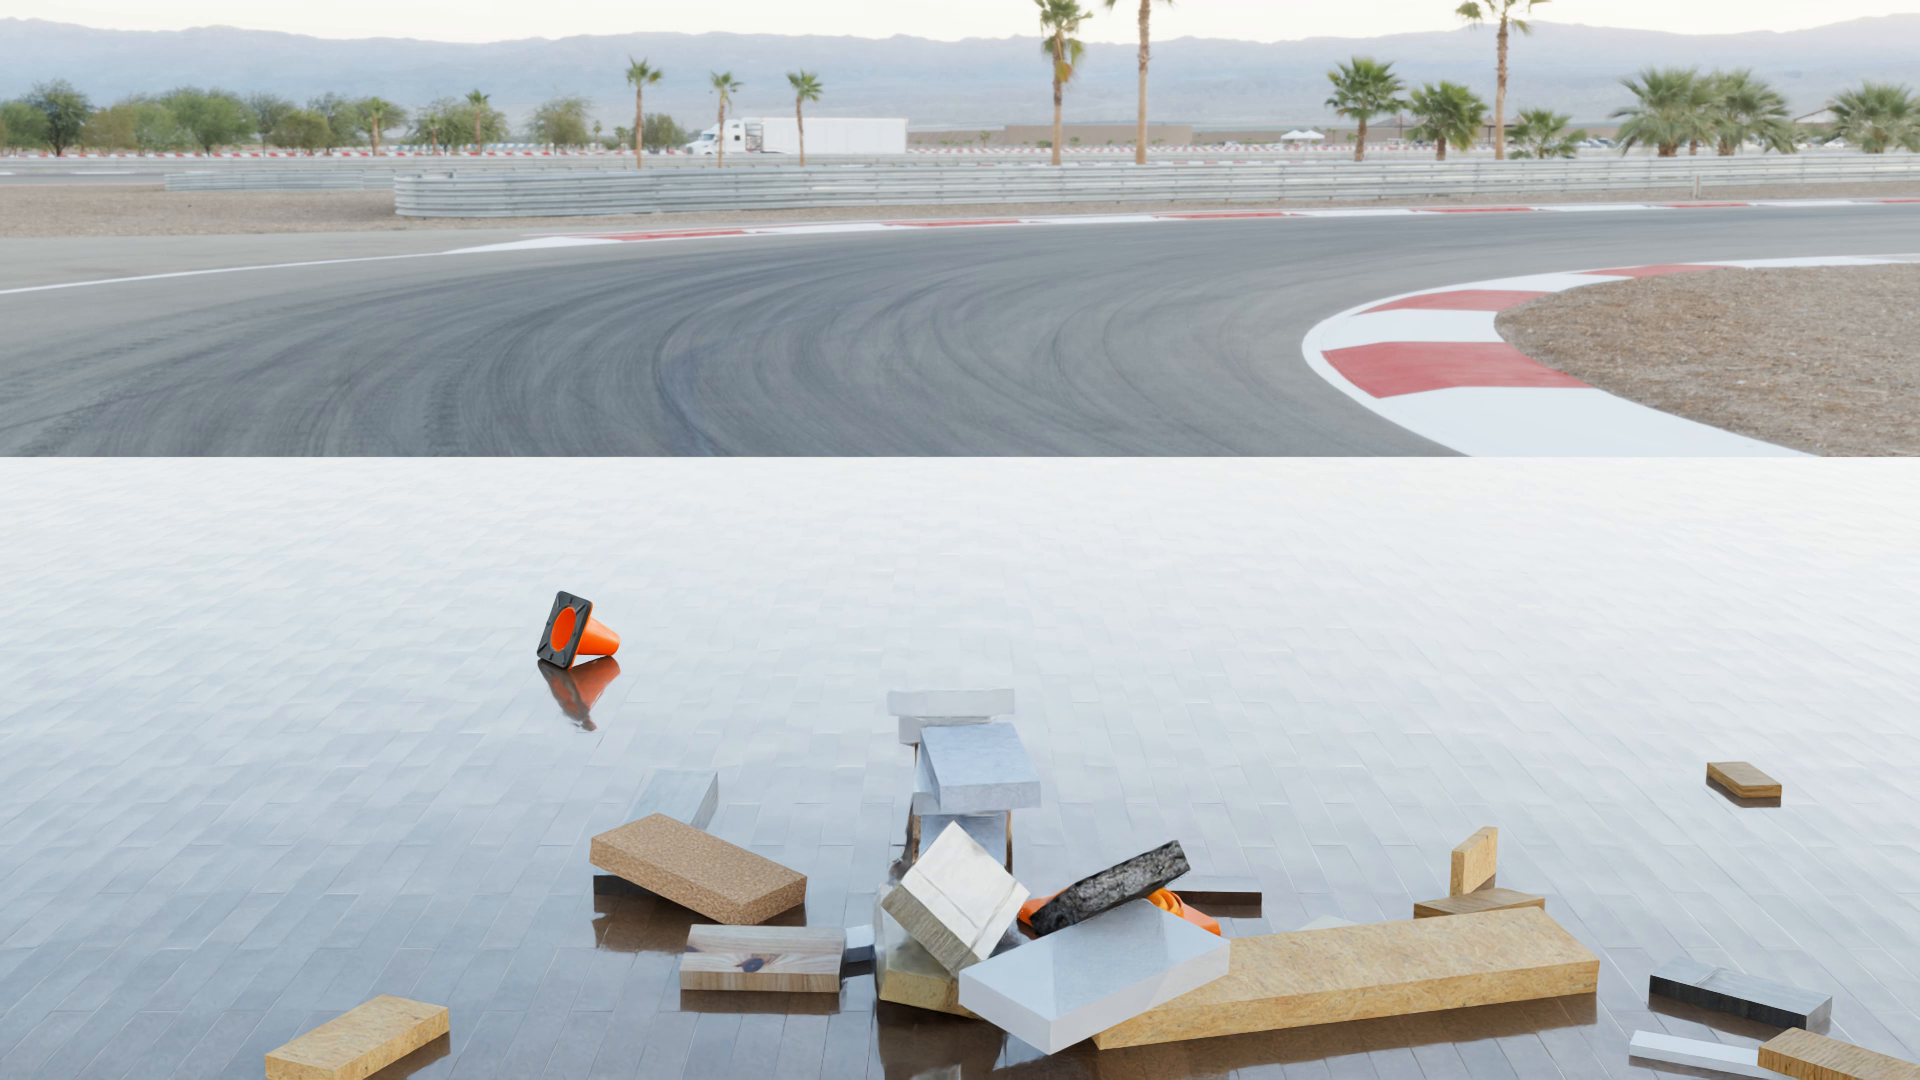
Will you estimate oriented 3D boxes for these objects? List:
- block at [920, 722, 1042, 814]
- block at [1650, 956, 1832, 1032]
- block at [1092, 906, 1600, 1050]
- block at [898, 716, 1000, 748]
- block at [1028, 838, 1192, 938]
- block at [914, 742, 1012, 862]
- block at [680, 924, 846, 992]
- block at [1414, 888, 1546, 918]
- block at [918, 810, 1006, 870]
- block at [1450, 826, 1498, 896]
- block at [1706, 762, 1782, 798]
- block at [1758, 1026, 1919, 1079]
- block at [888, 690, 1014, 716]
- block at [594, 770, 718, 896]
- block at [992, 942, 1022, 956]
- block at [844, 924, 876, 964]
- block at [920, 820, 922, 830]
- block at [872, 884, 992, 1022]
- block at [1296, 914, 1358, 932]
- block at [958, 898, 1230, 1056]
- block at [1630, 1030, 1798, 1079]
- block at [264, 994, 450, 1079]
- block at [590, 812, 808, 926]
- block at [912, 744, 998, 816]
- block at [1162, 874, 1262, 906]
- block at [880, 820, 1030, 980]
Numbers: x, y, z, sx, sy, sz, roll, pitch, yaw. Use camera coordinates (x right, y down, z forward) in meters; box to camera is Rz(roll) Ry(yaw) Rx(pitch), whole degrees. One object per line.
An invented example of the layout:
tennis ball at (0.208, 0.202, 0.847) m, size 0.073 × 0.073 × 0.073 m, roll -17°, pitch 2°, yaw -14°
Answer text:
block at (0.031, 0.385, 3.738) m, size 0.165 × 0.047 × 0.330 m, roll -3°, pitch 12°, yaw -6°
block at (1.136, 0.662, 3.206) m, size 0.231 × 0.028 × 0.097 m, roll 9°, pitch 14°, yaw 41°
block at (0.544, 0.636, 3.223) m, size 0.776 × 0.051 × 0.180 m, roll -3°, pitch 18°, yaw -15°
block at (-0.017, 0.372, 4.264) m, size 0.172 × 0.049 × 0.344 m, roll -1°, pitch -7°, yaw 4°
block at (0.216, 0.523, 3.250) m, size 0.165 × 0.047 × 0.329 m, roll -21°, pitch -13°, yaw -16°
block at (0.004, 0.470, 3.977) m, size 0.172 × 0.049 × 0.344 m, roll 0°, pitch 23°, yaw 0°
block at (-0.294, 0.628, 3.301) m, size 0.237 × 0.034 × 0.118 m, roll 1°, pitch 25°, yaw 3°
block at (0.833, 0.592, 3.526) m, size 0.194 × 0.028 × 0.097 m, roll -3°, pitch 4°, yaw -33°
block at (0.005, 0.515, 3.651) m, size 0.142 × 0.040 × 0.284 m, roll 1°, pitch 23°, yaw 2°
block at (0.867, 0.542, 3.707) m, size 0.023 × 0.080 × 0.160 m, roll 7°, pitch 12°, yaw 32°
block at (1.525, 0.465, 4.279) m, size 0.080 × 0.023 × 0.160 m, roll -1°, pitch 11°, yaw -5°
block at (1.174, 0.700, 2.916) m, size 0.097 × 0.028 × 0.194 m, roll -10°, pitch 14°, yaw -42°
block at (-0.021, 0.303, 4.094) m, size 0.165 × 0.047 × 0.330 m, roll 0°, pitch -4°, yaw -13°
block at (-0.540, 0.519, 3.961) m, size 0.118 × 0.034 × 0.613 m, roll 0°, pitch 11°, yaw 2°
block at (0.107, 0.639, 3.354) m, size 0.128 × 0.018 × 0.064 m, roll 3°, pitch 11°, yaw 16°
block at (-0.147, 0.625, 3.414) m, size 0.165 × 0.023 × 0.082 m, roll -5°, pitch 12°, yaw -25°
block at (0.003, 0.481, 3.838) m, size 0.142 × 0.040 × 0.284 m, roll 0°, pitch 23°, yaw -1°
block at (-0.041, 0.612, 3.287) m, size 0.165 × 0.047 × 0.329 m, roll 13°, pitch 11°, yaw -7°
block at (0.527, 0.630, 3.396) m, size 0.064 × 0.018 × 0.264 m, roll 11°, pitch 15°, yaw 38°
block at (0.193, 0.609, 3.100) m, size 0.360 × 0.051 × 0.180 m, roll -13°, pitch 22°, yaw -40°
block at (1.226, 0.723, 2.912) m, size 0.650 × 0.015 × 0.054 m, roll 5°, pitch 12°, yaw 25°
block at (-0.827, 0.692, 3.029) m, size 0.118 × 0.034 × 0.237 m, roll 5°, pitch 12°, yaw 25°
block at (-0.435, 0.545, 3.642) m, size 0.329 × 0.047 × 0.165 m, roll 17°, pitch 18°, yaw 31°
block at (-0.006, 0.414, 3.816) m, size 0.142 × 0.040 × 0.284 m, roll 0°, pitch 11°, yaw 1°
block at (0.418, 0.581, 3.654) m, size 0.160 × 0.023 × 0.080 m, roll 1°, pitch 11°, yaw 3°
block at (-0.003, 0.535, 3.283) m, size 0.165 × 0.047 × 0.330 m, roll 43°, pitch 15°, yaw 4°
